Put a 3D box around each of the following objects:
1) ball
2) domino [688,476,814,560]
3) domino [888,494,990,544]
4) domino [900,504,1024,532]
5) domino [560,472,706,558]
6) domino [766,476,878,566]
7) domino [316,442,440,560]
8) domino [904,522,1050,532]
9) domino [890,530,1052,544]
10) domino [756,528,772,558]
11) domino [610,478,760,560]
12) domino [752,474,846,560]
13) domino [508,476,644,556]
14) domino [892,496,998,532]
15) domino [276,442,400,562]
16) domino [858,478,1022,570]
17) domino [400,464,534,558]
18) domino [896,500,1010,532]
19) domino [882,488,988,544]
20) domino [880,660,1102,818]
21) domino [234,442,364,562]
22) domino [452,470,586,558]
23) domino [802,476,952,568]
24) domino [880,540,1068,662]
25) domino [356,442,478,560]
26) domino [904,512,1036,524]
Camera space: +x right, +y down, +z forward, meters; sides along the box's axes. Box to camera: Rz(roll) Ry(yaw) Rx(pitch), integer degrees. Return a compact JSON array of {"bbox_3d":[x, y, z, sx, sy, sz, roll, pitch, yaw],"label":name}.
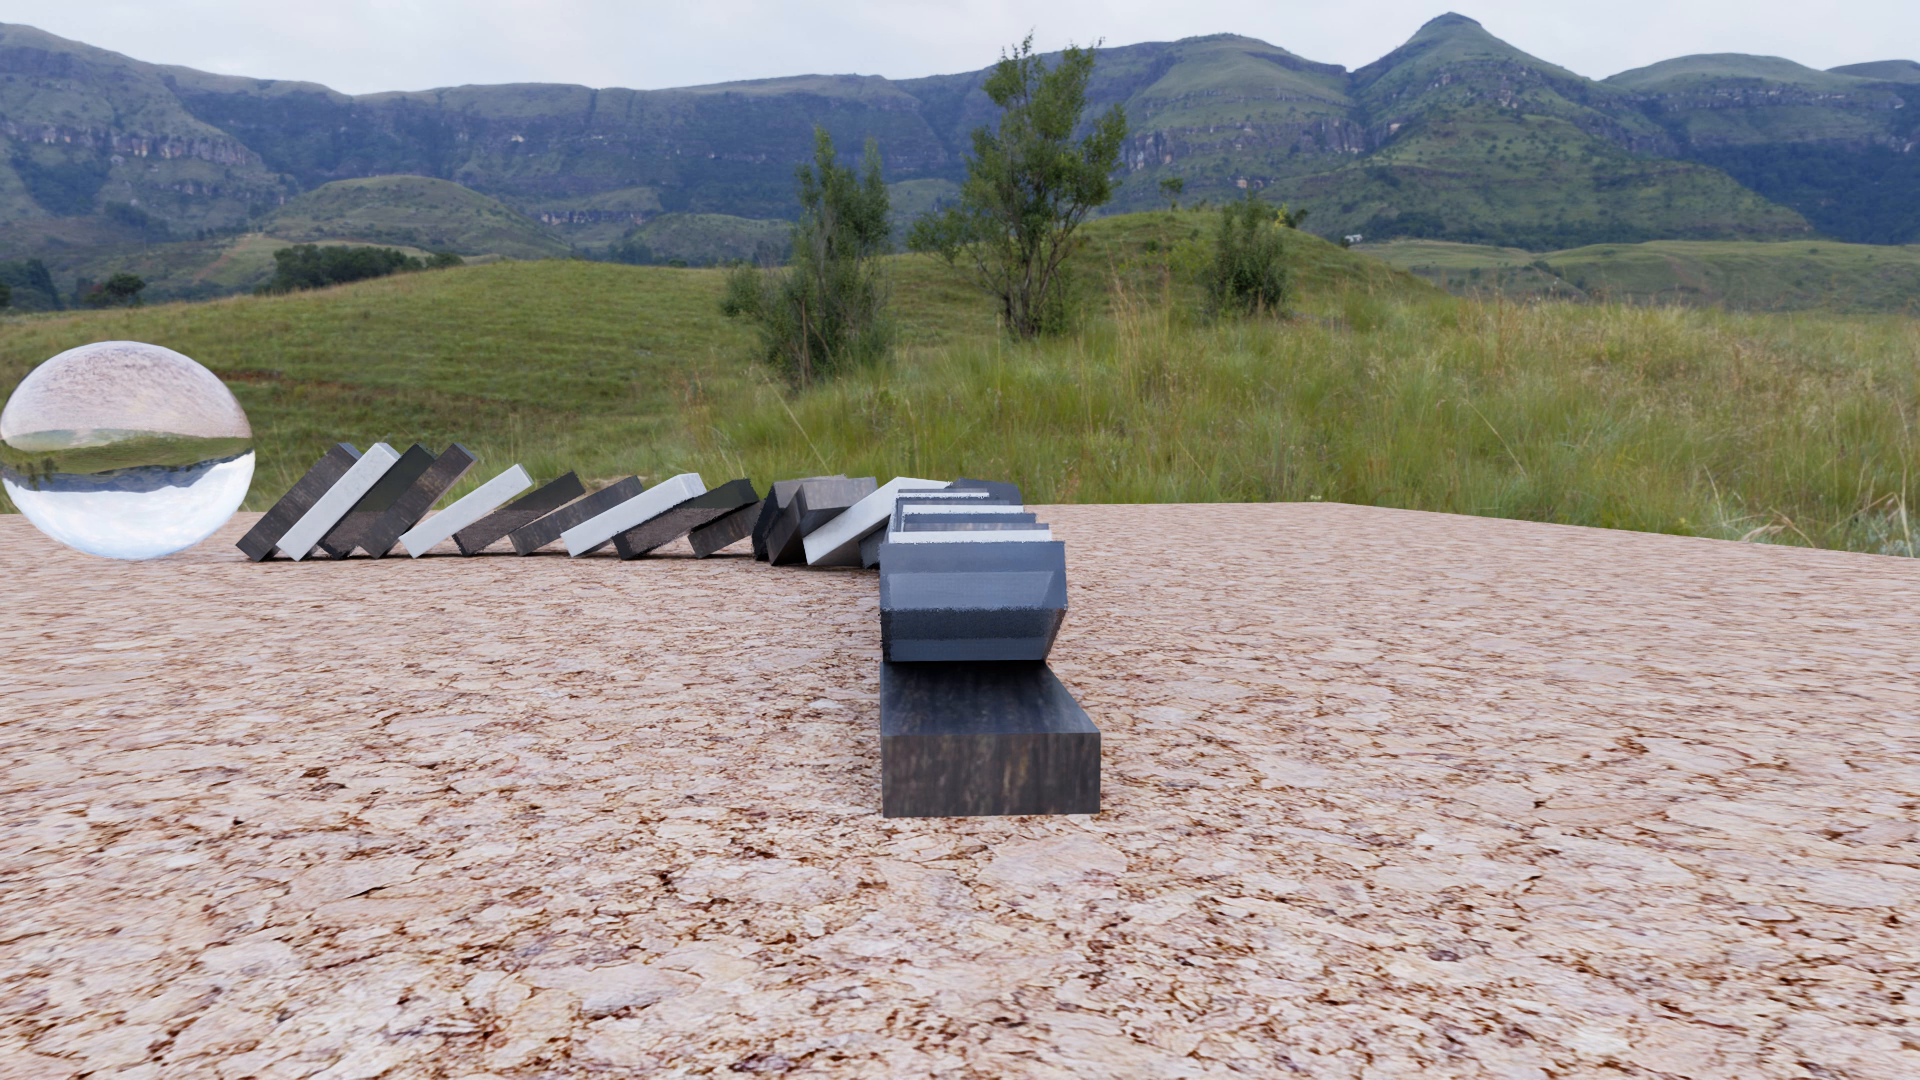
[{"bbox_3d":[-0.304,-0.033,0.471,0.080,0.080,0.080,0,4,0],"label":"ball"},{"bbox_3d":[-0.077,-0.009,0.485,0.050,0.009,0.025,-25,7,-1],"label":"domino"},{"bbox_3d":[-0.007,0.001,0.356,0.025,0.009,0.050,0,-21,-6],"label":"domino"},{"bbox_3d":[-0.001,0.006,0.289,0.025,0.010,0.050,0,-21,-5],"label":"domino"},{"bbox_3d":[-0.122,-0.010,0.482,0.050,0.009,0.025,-26,2,6],"label":"domino"},{"bbox_3d":[-0.047,-0.006,0.432,0.025,0.010,0.050,-6,-19,-25],"label":"domino"},{"bbox_3d":[-0.217,-0.015,0.481,0.009,0.050,0.025,44,-8,-15],"label":"domino"},{"bbox_3d":[0.001,0.010,0.243,0.025,0.009,0.050,0,-19,-4],"label":"domino"},{"bbox_3d":[0.001,0.012,0.219,0.025,0.010,0.050,-1,-20,-2],"label":"domino"},{"bbox_3d":[-0.052,0.001,0.495,0.050,0.010,0.025,-1,4,-14],"label":"domino"},{"bbox_3d":[-0.102,-0.008,0.478,0.050,0.010,0.025,-24,2,5],"label":"domino"},{"bbox_3d":[-0.057,-0.007,0.451,0.025,0.009,0.050,-7,-19,-21],"label":"domino"},{"bbox_3d":[-0.147,-0.010,0.496,0.050,0.009,0.025,-26,8,-6],"label":"domino"},{"bbox_3d":[-0.005,0.003,0.334,0.025,0.009,0.050,0,-21,-5],"label":"domino"},{"bbox_3d":[-0.229,-0.015,0.477,0.010,0.050,0.025,44,-8,-15],"label":"domino"},{"bbox_3d":[-0.006,-0.004,0.406,0.025,0.009,0.050,3,-25,-45],"label":"domino"},{"bbox_3d":[-0.188,-0.012,0.490,0.050,0.009,0.025,-34,12,-11],"label":"domino"},{"bbox_3d":[-0.003,0.004,0.311,0.025,0.010,0.050,0,-21,-5],"label":"domino"},{"bbox_3d":[-0.008,-0.001,0.380,0.025,0.010,0.050,-1,-21,-10],"label":"domino"},{"bbox_3d":[0.002,0.025,0.171,0.025,0.010,0.050,0,4,-4],"label":"domino"},{"bbox_3d":[-0.242,-0.014,0.473,0.010,0.050,0.025,44,-8,-15],"label":"domino"},{"bbox_3d":[-0.170,-0.011,0.496,0.050,0.009,0.025,-30,12,-12],"label":"domino"},{"bbox_3d":[-0.026,-0.005,0.419,0.025,0.009,0.050,4,-25,-45],"label":"domino"},{"bbox_3d":[0.001,0.013,0.195,0.025,0.010,0.050,-1,-20,-3],"label":"domino"},{"bbox_3d":[-0.204,-0.015,0.485,0.010,0.050,0.025,44,-8,-15],"label":"domino"},{"bbox_3d":[0.000,0.008,0.267,0.025,0.010,0.050,0,-20,-5],"label":"domino"}]
